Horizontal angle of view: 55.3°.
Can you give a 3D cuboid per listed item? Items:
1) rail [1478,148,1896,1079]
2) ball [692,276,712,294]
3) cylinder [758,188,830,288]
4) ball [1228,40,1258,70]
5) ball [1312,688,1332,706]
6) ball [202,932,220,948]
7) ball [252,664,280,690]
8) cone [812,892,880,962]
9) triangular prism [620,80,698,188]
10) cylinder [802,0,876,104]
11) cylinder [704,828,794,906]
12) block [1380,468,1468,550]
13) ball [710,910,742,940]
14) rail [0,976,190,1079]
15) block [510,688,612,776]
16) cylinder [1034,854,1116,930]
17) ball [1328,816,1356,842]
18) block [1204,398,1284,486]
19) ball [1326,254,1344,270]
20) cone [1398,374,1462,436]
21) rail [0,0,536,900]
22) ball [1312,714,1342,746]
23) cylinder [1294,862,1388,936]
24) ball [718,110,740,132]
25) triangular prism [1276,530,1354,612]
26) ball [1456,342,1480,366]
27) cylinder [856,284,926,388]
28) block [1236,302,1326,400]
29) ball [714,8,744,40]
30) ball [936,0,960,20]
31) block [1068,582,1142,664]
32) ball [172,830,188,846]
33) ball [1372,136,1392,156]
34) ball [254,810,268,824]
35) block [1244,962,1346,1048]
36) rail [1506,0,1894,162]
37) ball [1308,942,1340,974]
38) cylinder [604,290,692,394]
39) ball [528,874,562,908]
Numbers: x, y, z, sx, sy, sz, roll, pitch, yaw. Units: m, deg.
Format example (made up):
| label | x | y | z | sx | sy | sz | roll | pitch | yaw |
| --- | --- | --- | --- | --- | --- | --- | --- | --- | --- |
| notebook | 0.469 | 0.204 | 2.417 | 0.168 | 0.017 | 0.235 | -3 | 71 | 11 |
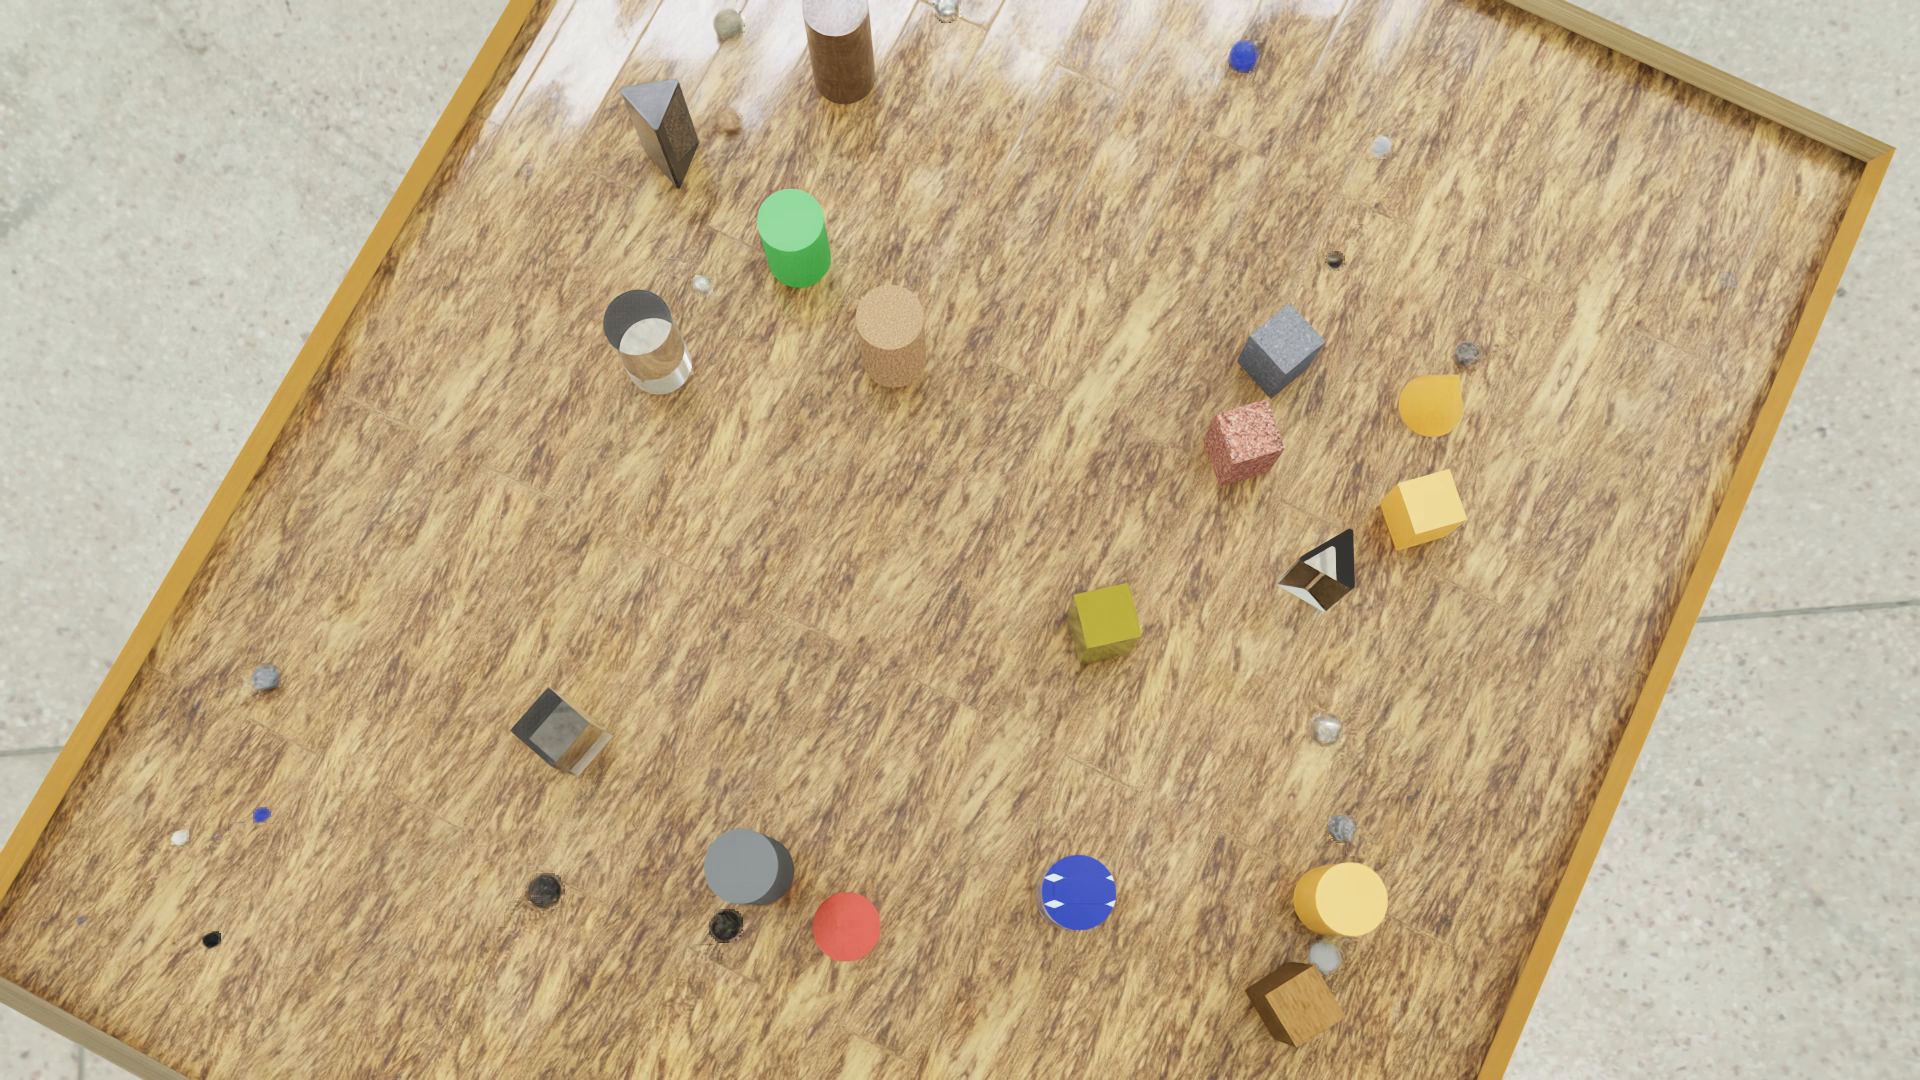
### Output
| label | x | y | z | sx | sy | sz | roll | pitch | yaw |
| --- | --- | --- | --- | --- | --- | --- | --- | --- | --- |
| rail | 1.827 | 0.901 | 5.363 | 0.045 | 0.130 | 4.856 | 26 | 80 | 5 |
| ball | -0.810 | -0.800 | 5.752 | 0.059 | 0.059 | 0.059 | 0 | 78 | 0 |
| cylinder | -0.508 | -0.926 | 5.645 | 0.200 | 0.320 | 0.200 | 0 | 78 | 0 |
| ball | 0.912 | -1.559 | 5.891 | 0.094 | 0.094 | 0.094 | 0 | 78 | 0 |
| ball | 1.085 | 0.469 | 5.491 | 0.057 | 0.057 | 0.057 | 0 | 78 | 0 |
| ball | -2.187 | 1.169 | 5.351 | 0.045 | 0.045 | 0.045 | 0 | 78 | 0 |
| ball | -2.081 | 0.413 | 5.491 | 0.078 | 0.078 | 0.078 | 0 | 78 | 0 |
| cone | -0.333 | 1.099 | 5.201 | 0.200 | 0.368 | 0.200 | 0 | 78 | 0 |
| triangular prism | -0.896 | -1.278 | 5.656 | 0.150 | 0.441 | 0.173 | -40 | 81 | -8 |
| cylinder | -0.373 | -1.549 | 5.700 | 0.200 | 0.465 | 0.200 | 0 | 78 | 0 |
| cylinder | -0.589 | 0.927 | 5.173 | 0.200 | 0.493 | 0.200 | 0 | 78 | 0 |
| block | 1.390 | -0.088 | 5.510 | 0.160 | 0.245 | 0.160 | -16 | 79 | -3 |
| ball | -0.682 | 1.123 | 5.339 | 0.089 | 0.089 | 0.089 | 0 | 78 | 0 |
| rail | -1.075 | 2.113 | 5.112 | 4.132 | 0.130 | 0.045 | 26 | 80 | 5 |
| block | -1.151 | 0.561 | 5.318 | 0.160 | 0.357 | 0.160 | 39 | 81 | 7 |
| cylinder | 0.320 | 0.997 | 5.165 | 0.200 | 0.480 | 0.200 | 0 | 78 | 0 |
| ball | 1.126 | 0.851 | 5.400 | 0.080 | 0.080 | 0.080 | 0 | 78 | 0 |
| block | 0.854 | -0.290 | 5.529 | 0.160 | 0.289 | 0.160 | -17 | 79 | -3 |
| ball | 1.181 | -0.878 | 5.773 | 0.050 | 0.050 | 0.050 | 0 | 78 | 0 |
| cone | 1.465 | -0.452 | 5.539 | 0.200 | 0.336 | 0.200 | 0 | 78 | 0 |
| rail | -1.827 | -0.887 | 5.733 | 0.045 | 0.130 | 4.856 | 26 | 80 | 5 |
| ball | 1.092 | 0.565 | 5.453 | 0.092 | 0.092 | 0.092 | 0 | 78 | 0 |
| cylinder | 1.081 | 1.026 | 5.228 | 0.200 | 0.345 | 0.200 | 0 | 78 | 0 |
| ball | -0.738 | -1.340 | 5.858 | 0.070 | 0.070 | 0.070 | 0 | 78 | 0 |
| triangular prism | 1.078 | 0.072 | 5.400 | 0.173 | 0.395 | 0.150 | 30 | 80 | 6 |
| ball | 1.578 | -0.576 | 5.698 | 0.074 | 0.074 | 0.074 | 0 | 78 | 0 |
| cylinder | -0.205 | -0.612 | 5.546 | 0.200 | 0.387 | 0.200 | 0 | 78 | 0 |
| block | 0.978 | -0.576 | 5.601 | 0.160 | 0.264 | 0.160 | -39 | 81 | -7 |
| ball | -0.748 | -1.664 | 5.912 | 0.097 | 0.097 | 0.097 | 0 | 78 | 0 |
| ball | -0.041 | -1.722 | 5.934 | 0.077 | 0.077 | 0.077 | 0 | 78 | 0 |
| block | 0.421 | 0.250 | 5.388 | 0.160 | 0.346 | 0.160 | -12 | 79 | -3 |
| ball | -2.305 | 0.881 | 5.411 | 0.045 | 0.045 | 0.045 | 0 | 78 | 0 |
| ball | 1.346 | -1.256 | 5.845 | 0.061 | 0.061 | 0.061 | 0 | 78 | 0 |
| ball | -2.069 | 0.818 | 5.426 | 0.041 | 0.041 | 0.041 | 0 | 78 | 0 |
| block | 0.939 | 1.304 | 5.159 | 0.160 | 0.367 | 0.160 | -30 | 80 | -6 |
| rail | 1.075 | -2.099 | 5.984 | 4.132 | 0.130 | 0.045 | 26 | 80 | 5 |
| ball | 1.058 | 1.213 | 5.319 | 0.092 | 0.092 | 0.092 | 0 | 78 | 0 |
| cylinder | -0.938 | -0.592 | 5.530 | 0.200 | 0.410 | 0.200 | 0 | 78 | 0 |
| ball | -1.213 | 1.026 | 5.353 | 0.100 | 0.100 | 0.100 | 0 | 78 | 0 |
